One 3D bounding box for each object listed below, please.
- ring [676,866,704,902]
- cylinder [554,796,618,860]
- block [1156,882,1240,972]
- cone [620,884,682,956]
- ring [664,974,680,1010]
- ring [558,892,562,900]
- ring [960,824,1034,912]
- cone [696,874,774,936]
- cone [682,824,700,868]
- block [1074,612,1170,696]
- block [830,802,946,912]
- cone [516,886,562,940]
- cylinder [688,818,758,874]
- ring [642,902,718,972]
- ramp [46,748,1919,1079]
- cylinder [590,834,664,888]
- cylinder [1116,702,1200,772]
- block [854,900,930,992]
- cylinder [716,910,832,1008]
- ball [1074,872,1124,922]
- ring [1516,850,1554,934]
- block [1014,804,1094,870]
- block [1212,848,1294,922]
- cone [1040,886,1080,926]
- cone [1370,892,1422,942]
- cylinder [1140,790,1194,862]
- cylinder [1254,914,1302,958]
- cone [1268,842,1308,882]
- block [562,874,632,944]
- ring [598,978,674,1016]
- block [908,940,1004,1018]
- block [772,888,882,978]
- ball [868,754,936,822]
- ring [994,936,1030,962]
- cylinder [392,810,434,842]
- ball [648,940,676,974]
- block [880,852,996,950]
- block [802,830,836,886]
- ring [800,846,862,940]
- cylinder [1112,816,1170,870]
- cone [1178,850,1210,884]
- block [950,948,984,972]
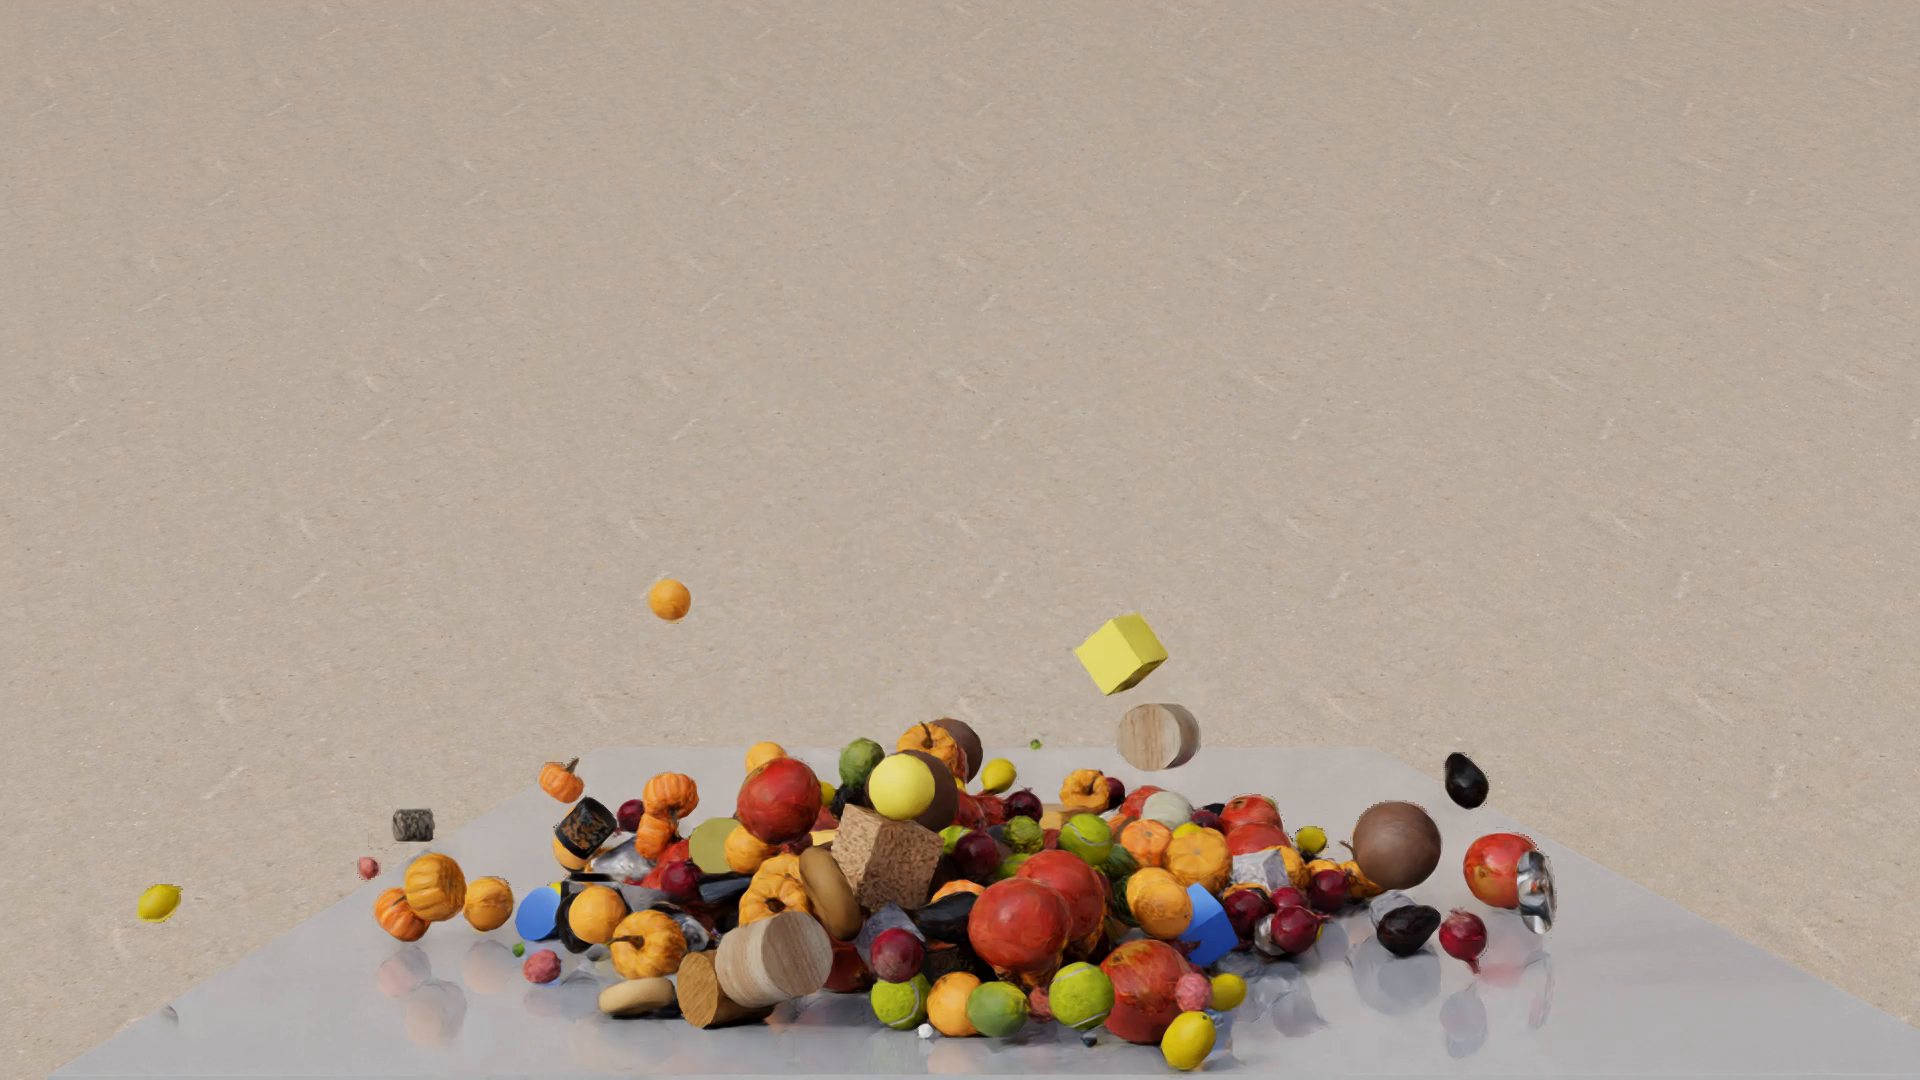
[{"bbox_3d":[-0.363,0.518,3.909,0.130,0.043,0.130,5,5,0],"label":"ring"},{"bbox_3d":[-0.546,0.420,3.774,0.065,0.065,0.065,-47,34,8],"label":"cylinder"},{"bbox_3d":[0.298,0.485,3.243,0.066,0.066,0.066,-32,35,-10],"label":"block"},{"bbox_3d":[-0.394,0.479,3.228,0.082,0.082,0.082,11,-13,3],"label":"cone"},{"bbox_3d":[-0.301,0.524,3.016,0.113,0.038,0.113,-2,-5,0],"label":"ring"},{"bbox_3d":[-0.540,0.525,3.710,0.113,0.038,0.113,0,-1,0],"label":"ring"},{"bbox_3d":[0.054,0.479,3.771,0.044,0.133,0.133,28,9,-40],"label":"ring"},{"bbox_3d":[-0.274,0.444,3.289,0.089,0.089,0.089,-27,31,2],"label":"cone"},{"bbox_3d":[-0.392,0.510,4.166,0.087,0.087,0.087,14,32,9],"label":"cone"},{"bbox_3d":[0.238,0.167,3.797,0.081,0.081,0.081,56,31,15],"label":"block"},{"bbox_3d":[-0.092,0.381,3.110,0.092,0.092,0.092,18,1,-31],"label":"block"},{"bbox_3d":[-0.555,0.526,3.551,0.078,0.078,0.078,-16,56,25],"label":"cone"},{"bbox_3d":[-0.324,0.436,3.542,0.085,0.085,0.085,-1,59,2],"label":"cylinder"},{"bbox_3d":[-0.338,0.492,3.157,0.123,0.123,0.041,25,57,37],"label":"ring"},{"bbox_3d":[0.066,0.590,4.642,2.000,0.100,4.000,0,0,0],"label":"ramp"},{"bbox_3d":[-0.491,0.487,3.814,0.078,0.078,0.078,-29,33,1],"label":"cylinder"},{"bbox_3d":[0.295,0.292,3.848,0.099,0.099,0.099,12,2,21],"label":"cylinder"},{"bbox_3d":[-0.080,0.475,3.018,0.063,0.063,0.063,-35,60,-14],"label":"block"},{"bbox_3d":[-0.206,0.465,2.864,0.094,0.094,0.094,-30,4,-42],"label":"cylinder"},{"bbox_3d":[0.197,0.505,3.662,0.070,0.070,0.070,0,29,0],"label":"ball"},{"bbox_3d":[0.778,0.476,3.495,0.038,0.113,0.113,-7,26,20],"label":"ring"},{"bbox_3d":[0.157,0.493,4.304,0.095,0.095,0.095,0,0,39],"label":"block"},{"bbox_3d":[0.416,0.489,3.662,0.077,0.077,0.077,-14,2,27],"label":"block"},{"bbox_3d":[0.145,0.529,3.645,0.061,0.061,0.061,27,32,-1],"label":"cone"},{"bbox_3d":[0.579,0.523,3.478,0.071,0.071,0.071,9,25,16],"label":"cone"},{"bbox_3d":[0.337,0.469,4.244,0.084,0.084,0.084,5,28,9],"label":"cylinder"},{"bbox_3d":[0.410,0.512,3.337,0.053,0.053,0.053,12,-10,20],"label":"cylinder"},{"bbox_3d":[0.501,0.525,4.068,0.072,0.072,0.072,14,33,23],"label":"cone"},{"bbox_3d":[-0.496,0.502,3.530,0.083,0.083,0.083,0,0,1],"label":"block"},{"bbox_3d":[-0.368,0.520,2.945,0.089,0.089,0.030,-8,72,-15],"label":"ring"},{"bbox_3d":[-0.005,0.503,2.964,0.071,0.071,0.071,-14,-7,33],"label":"block"},{"bbox_3d":[-0.169,0.493,3.260,0.099,0.099,0.099,3,-2,-42],"label":"block"},{"bbox_3d":[-0.070,0.297,3.107,0.080,0.080,0.080,0,29,0],"label":"ball"},{"bbox_3d":[0.052,0.531,3.360,0.077,0.026,0.077,-1,1,0],"label":"ring"},{"bbox_3d":[-0.969,0.507,4.585,0.057,0.057,0.057,1,26,-30],"label":"cylinder"},{"bbox_3d":[-0.360,0.512,3.248,0.066,0.066,0.066,0,29,0],"label":"ball"},{"bbox_3d":[-0.031,0.460,3.185,0.095,0.095,0.095,-33,38,9],"label":"block"},{"bbox_3d":[-0.184,0.497,4.013,0.085,0.085,0.085,5,-3,-44],"label":"block"},{"bbox_3d":[-0.149,0.406,2.969,0.039,0.117,0.117,-25,35,-12],"label":"ring"},{"bbox_3d":[0.254,0.427,3.637,0.057,0.057,0.057,32,22,-21],"label":"cylinder"},{"bbox_3d":[0.372,0.515,4.097,0.052,0.052,0.052,0,0,0],"label":"cone"},{"bbox_3d":[-0.004,0.505,3.254,0.055,0.055,0.055,-1,55,19],"label":"block"}]
